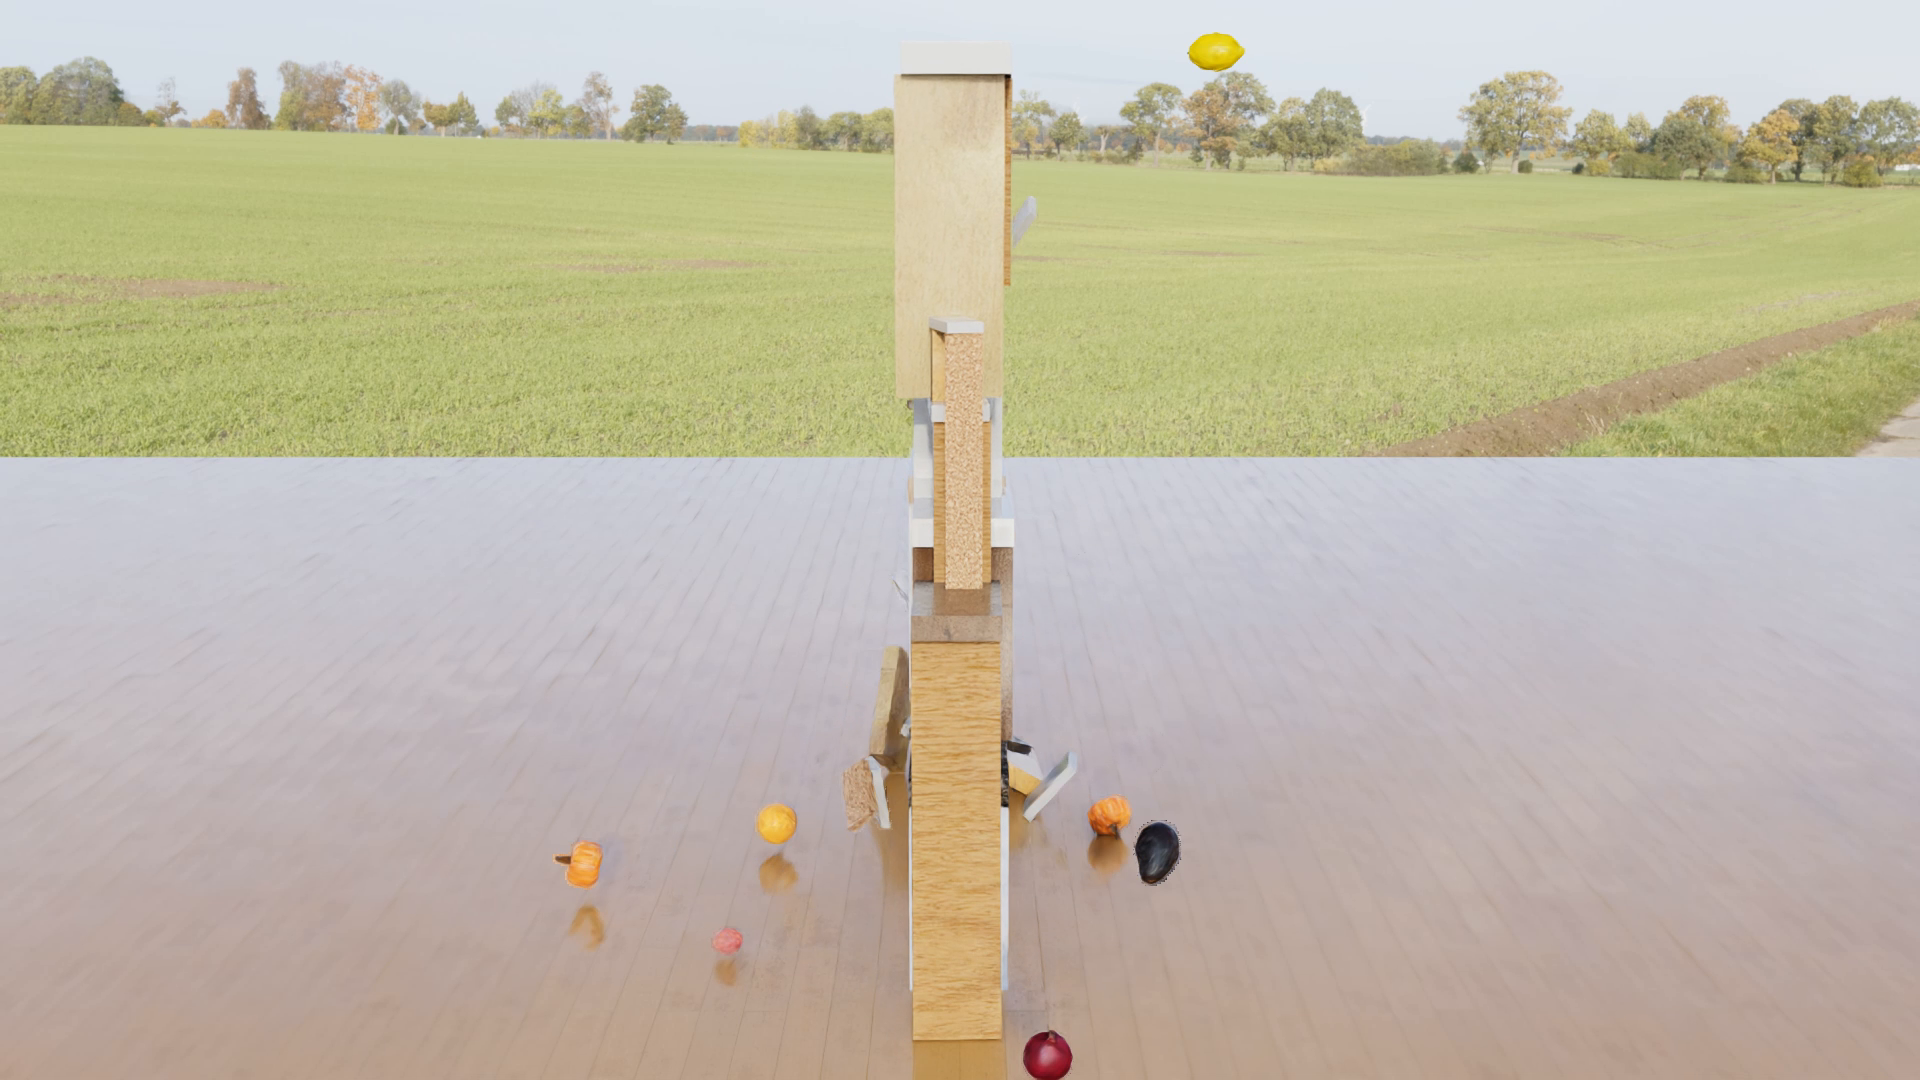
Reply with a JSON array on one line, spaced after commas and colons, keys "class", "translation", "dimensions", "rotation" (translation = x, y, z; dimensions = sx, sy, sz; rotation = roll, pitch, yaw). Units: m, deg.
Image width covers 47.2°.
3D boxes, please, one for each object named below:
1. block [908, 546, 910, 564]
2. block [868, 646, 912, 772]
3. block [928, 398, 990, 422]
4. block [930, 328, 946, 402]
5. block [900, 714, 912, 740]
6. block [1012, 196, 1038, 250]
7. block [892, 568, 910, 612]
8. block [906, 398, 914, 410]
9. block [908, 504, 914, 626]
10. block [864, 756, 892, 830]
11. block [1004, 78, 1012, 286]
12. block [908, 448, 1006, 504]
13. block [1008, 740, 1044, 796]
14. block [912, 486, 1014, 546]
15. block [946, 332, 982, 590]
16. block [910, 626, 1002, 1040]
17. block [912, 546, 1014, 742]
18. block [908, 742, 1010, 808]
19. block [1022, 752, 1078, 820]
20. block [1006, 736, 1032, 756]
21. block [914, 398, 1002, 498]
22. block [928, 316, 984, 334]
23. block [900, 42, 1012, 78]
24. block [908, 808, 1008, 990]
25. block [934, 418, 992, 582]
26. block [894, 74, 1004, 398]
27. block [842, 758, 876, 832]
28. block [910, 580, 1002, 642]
[{"class": "block", "translation": [-0.010, 0.068, 3.877], "dimensions": [0.159, 0.359, 0.045], "rotation": [0, 10, -1]}, {"class": "block", "translation": [-0.129, 0.336, 4.354], "dimensions": [0.032, 0.223, 0.112], "rotation": [-1, -24, 22]}, {"class": "block", "translation": [-0.003, -0.193, 3.184], "dimensions": [0.082, 0.023, 0.164], "rotation": [-1, 10, -3]}, {"class": "block", "translation": [-0.015, -0.251, 3.145], "dimensions": [0.052, 0.104, 0.015], "rotation": [-2, 10, -8]}, {"class": "block", "translation": [-0.015, 0.329, 4.311], "dimensions": [0.112, 0.032, 0.223], "rotation": [31, 45, 7]}, {"class": "block", "translation": [0.045, -0.449, 3.683], "dimensions": [0.015, 0.302, 0.052], "rotation": [24, 38, -18]}, {"class": "block", "translation": [-0.053, 0.153, 4.158], "dimensions": [0.032, 0.112, 0.223], "rotation": [-32, 36, -8]}, {"class": "block", "translation": [-0.067, -0.250, 3.731], "dimensions": [0.015, 0.053, 0.105], "rotation": [38, -7, -2]}, {"class": "block", "translation": [-0.004, 0.087, 3.665], "dimensions": [0.159, 0.319, 0.045], "rotation": [0, 10, 0]}, {"class": "block", "translation": [-0.127, 0.387, 3.371], "dimensions": [0.014, 0.100, 0.050], "rotation": [-14, 20, -12]}, {"class": "block", "translation": [0.000, -0.547, 3.363], "dimensions": [0.156, 0.312, 0.044], "rotation": [0, 13, -2]}, {"class": "block", "translation": [-0.006, -0.112, 3.737], "dimensions": [0.159, 0.045, 0.319], "rotation": [0, 11, 0]}, {"class": "block", "translation": [0.085, 0.420, 4.290], "dimensions": [0.136, 0.039, 0.272], "rotation": [30, 7, -8]}, {"class": "block", "translation": [0.004, -0.039, 3.429], "dimensions": [0.152, 0.043, 0.304], "rotation": [0, 11, 0]}, {"class": "block", "translation": [0.006, -0.110, 3.093], "dimensions": [0.052, 0.362, 0.015], "rotation": [0, 9, 0]}, {"class": "block", "translation": [-0.005, 0.409, 3.060], "dimensions": [0.123, 0.578, 0.035], "rotation": [0, 6, -2]}, {"class": "block", "translation": [0.004, 0.153, 3.362], "dimensions": [0.152, 0.308, 0.043], "rotation": [0, 11, 0]}, {"class": "block", "translation": [-0.002, 0.339, 3.314], "dimensions": [0.145, 0.041, 0.291], "rotation": [0, 11, 0]}, {"class": "block", "translation": [0.167, 0.455, 4.062], "dimensions": [0.019, 0.133, 0.067], "rotation": [39, 18, -7]}, {"class": "block", "translation": [0.054, 0.368, 4.143], "dimensions": [0.067, 0.019, 0.227], "rotation": [29, 3, 33]}, {"class": "block", "translation": [-0.004, -0.216, 3.458], "dimensions": [0.139, 0.295, 0.039], "rotation": [0, 11, -1]}, {"class": "block", "translation": [-0.006, -0.303, 3.098], "dimensions": [0.052, 0.015, 0.104], "rotation": [-3, 11, -15]}, {"class": "block", "translation": [-0.003, -0.702, 3.220], "dimensions": [0.156, 0.044, 0.312], "rotation": [0, 11, 1]}, {"class": "block", "translation": [-0.002, 0.520, 3.249], "dimensions": [0.145, 0.291, 0.041], "rotation": [0, 11, 0]}, {"class": "block", "translation": [0.004, -0.057, 3.154], "dimensions": [0.082, 0.235, 0.023], "rotation": [0, 9, 0]}, {"class": "block", "translation": [-0.016, -0.436, 3.171], "dimensions": [0.156, 0.459, 0.044], "rotation": [-1, 11, -3]}, {"class": "block", "translation": [-0.153, 0.384, 3.311], "dimensions": [0.014, 0.050, 0.100], "rotation": [26, 37, -34]}, {"class": "block", "translation": [-0.004, 0.097, 3.063], "dimensions": [0.123, 0.035, 0.246], "rotation": [0, 10, 0]}]
